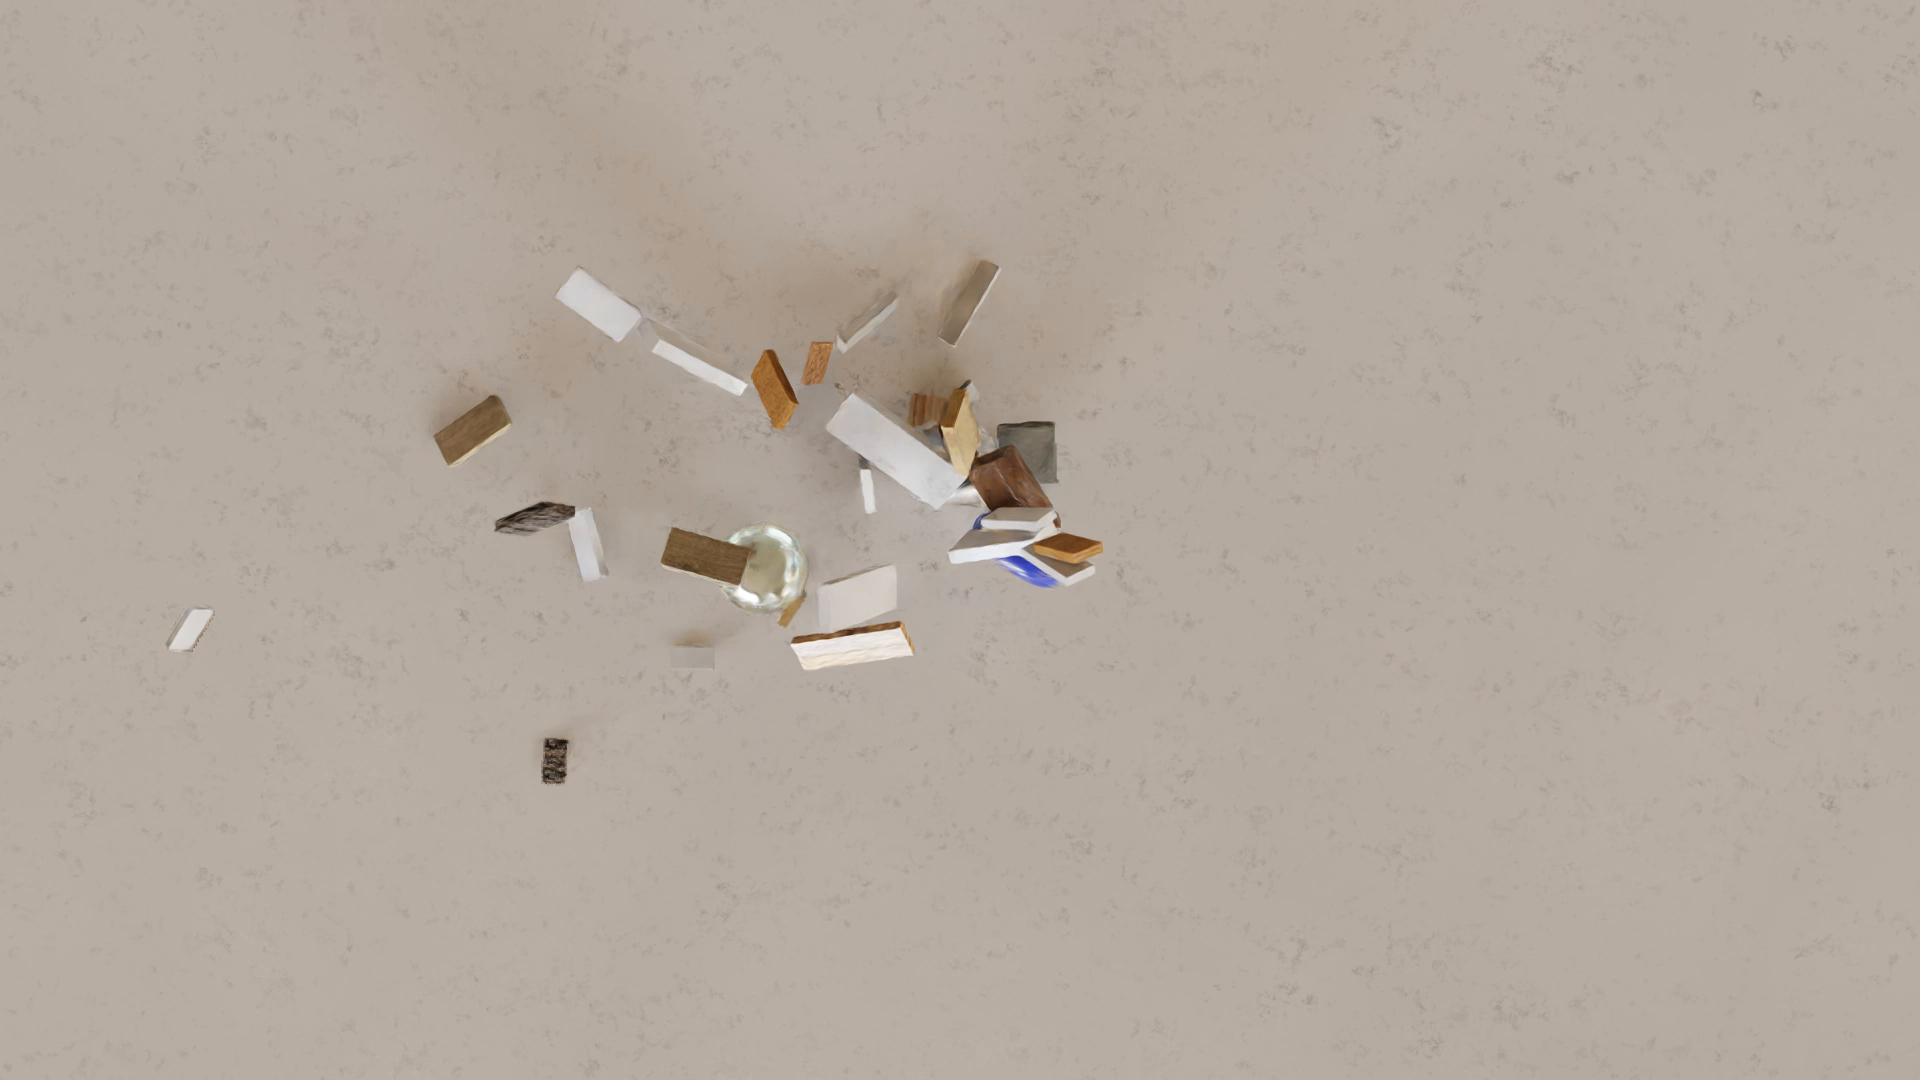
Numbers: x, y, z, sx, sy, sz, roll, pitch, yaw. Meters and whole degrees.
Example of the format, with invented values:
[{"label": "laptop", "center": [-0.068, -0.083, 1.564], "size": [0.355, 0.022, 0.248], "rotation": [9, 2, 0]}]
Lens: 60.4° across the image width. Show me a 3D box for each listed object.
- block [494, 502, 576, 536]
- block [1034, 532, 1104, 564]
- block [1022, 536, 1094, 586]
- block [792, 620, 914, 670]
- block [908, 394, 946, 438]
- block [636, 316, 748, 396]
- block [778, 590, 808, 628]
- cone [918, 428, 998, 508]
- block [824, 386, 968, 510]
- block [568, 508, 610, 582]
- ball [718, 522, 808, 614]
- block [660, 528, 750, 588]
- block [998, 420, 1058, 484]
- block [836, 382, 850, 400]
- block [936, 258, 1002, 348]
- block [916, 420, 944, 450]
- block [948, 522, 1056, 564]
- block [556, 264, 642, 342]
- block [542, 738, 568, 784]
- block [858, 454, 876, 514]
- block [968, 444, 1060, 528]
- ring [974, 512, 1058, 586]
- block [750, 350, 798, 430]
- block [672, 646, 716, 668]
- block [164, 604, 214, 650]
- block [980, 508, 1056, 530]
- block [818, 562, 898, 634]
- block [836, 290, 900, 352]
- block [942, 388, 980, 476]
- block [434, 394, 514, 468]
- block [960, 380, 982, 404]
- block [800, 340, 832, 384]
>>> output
[{"label": "block", "center": [-1.243, -0.061, 4.818], "size": [0.226, 0.113, 0.032], "rotation": [-18, 73, 34]}, {"label": "block", "center": [0.258, 0.019, 3.943], "size": [0.086, 0.172, 0.024], "rotation": [-21, 108, -25]}, {"label": "block", "center": [0.235, 0.051, 3.993], "size": [0.086, 0.172, 0.024], "rotation": [-23, 128, -30]}, {"label": "block", "center": [-0.321, 0.317, 4.931], "size": [0.352, 0.032, 0.113], "rotation": [-9, 129, 17]}, {"label": "block", "center": [-0.117, -0.360, 5.483], "size": [0.120, 0.034, 0.239], "rotation": [6, 90, 0]}, {"label": "block", "center": [-0.834, -0.571, 5.142], "size": [0.337, 0.168, 0.048], "rotation": [26, 106, -39]}, {"label": "block", "center": [-0.547, 0.219, 5.384], "size": [0.032, 0.228, 0.114], "rotation": [35, 91, -5]}, {"label": "cone", "center": [-0.009, -0.180, 5.406], "size": [0.287, 0.287, 0.287], "rotation": [-22, 90, 18]}, {"label": "block", "center": [-0.199, -0.289, 5.236], "size": [0.449, 0.048, 0.168], "rotation": [36, 123, -10]}, {"label": "block", "center": [-1.231, 0.018, 5.447], "size": [0.032, 0.114, 0.228], "rotation": [-15, 90, -43]}, {"label": "ball", "center": [-0.615, 0.087, 5.133], "size": [0.289, 0.289, 0.289], "rotation": [0, 90, 0]}, {"label": "block", "center": [-0.710, 0.050, 4.598], "size": [0.226, 0.032, 0.113], "rotation": [16, 69, -3]}, {"label": "block", "center": [0.216, -0.278, 5.269], "size": [0.181, 0.181, 0.181], "rotation": [-3, 99, 3]}, {"label": "block", "center": [-0.345, -0.446, 5.330], "size": [0.020, 0.072, 0.144], "rotation": [-41, 134, 4]}, {"label": "block", "center": [0.030, -0.787, 5.476], "size": [0.072, 0.020, 0.300], "rotation": [30, 90, 21]}, {"label": "block", "center": [-0.107, -0.267, 5.398], "size": [0.120, 0.034, 0.239], "rotation": [-27, 130, -13]}, {"label": "block", "center": [0.106, 0.003, 4.204], "size": [0.252, 0.126, 0.036], "rotation": [-8, 112, 33]}, {"label": "block", "center": [-1.139, -0.745, 5.206], "size": [0.242, 0.034, 0.121], "rotation": [36, 105, -23]}, {"label": "block", "center": [-1.347, 0.736, 5.490], "size": [0.072, 0.020, 0.143], "rotation": [3, 90, 0]}, {"label": "block", "center": [-0.305, -0.203, 5.372], "size": [0.032, 0.228, 0.114], "rotation": [-8, 54, -3]}, {"label": "block", "center": [0.167, -0.141, 5.192], "size": [0.168, 0.048, 0.337], "rotation": [-21, 128, 18]}, {"label": "ring", "center": [0.182, 0.030, 5.106], "size": [0.325, 0.325, 0.108], "rotation": [34, 100, 0]}, {"label": "block", "center": [-0.602, -0.489, 5.349], "size": [0.121, 0.034, 0.242], "rotation": [-55, 49, 37]}, {"label": "block", "center": [-0.887, 0.390, 5.490], "size": [0.143, 0.020, 0.072], "rotation": [1, 90, 0]}, {"label": "block", "center": [-2.201, 0.250, 4.709], "size": [0.020, 0.072, 0.143], "rotation": [40, 102, 23]}, {"label": "block", "center": [0.147, -0.053, 4.143], "size": [0.172, 0.086, 0.024], "rotation": [2, 114, 38]}, {"label": "block", "center": [-0.270, 0.152, 4.418], "size": [0.036, 0.378, 0.126], "rotation": [1, 98, 24]}, {"label": "block", "center": [-0.303, -0.717, 5.418], "size": [0.239, 0.120, 0.034], "rotation": [-42, 87, -11]}, {"label": "block", "center": [0.003, -0.299, 4.584], "size": [0.036, 0.252, 0.126], "rotation": [11, 64, 16]}, {"label": "block", "center": [-1.606, -0.360, 5.446], "size": [0.255, 0.034, 0.121], "rotation": [-33, 74, 10]}, {"label": "block", "center": [0.031, -0.487, 5.451], "size": [0.051, 0.103, 0.015], "rotation": [-45, 60, -1]}, {"label": "block", "center": [-0.456, -0.566, 5.260], "size": [0.020, 0.072, 0.144], "rotation": [39, 122, 39]}]
